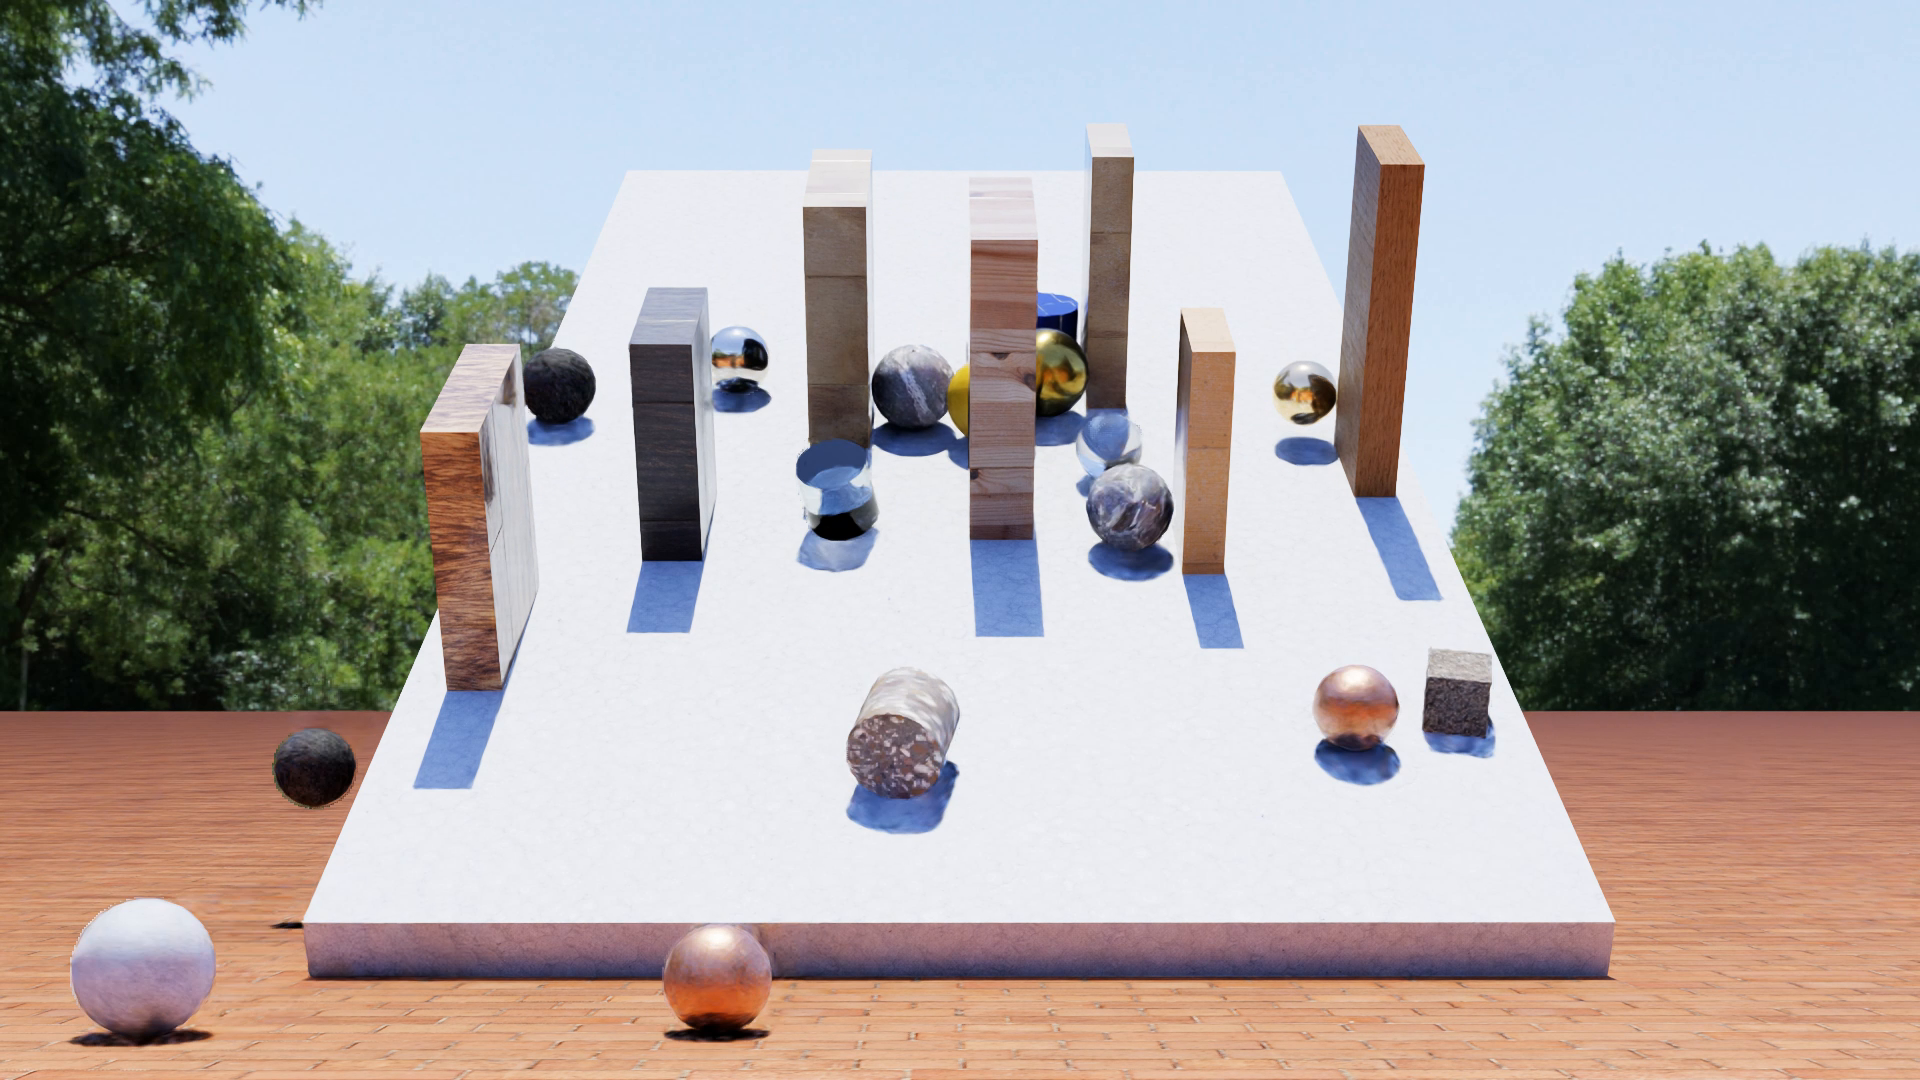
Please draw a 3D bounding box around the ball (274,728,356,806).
[{"bbox_3d":[-1.237,0.436,4.502,0.150,0.150,0.150,0,-4,0],"label":"ball"}]

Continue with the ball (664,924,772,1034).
[{"bbox_3d":[-0.308,0.559,2.990,0.138,0.138,0.138,0,-4,0],"label":"ball"}]

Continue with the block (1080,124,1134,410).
[{"bbox_3d":[0.337,-0.634,5.438,0.093,0.601,0.277,0,25,0],"label":"block"}]

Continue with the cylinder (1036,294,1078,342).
[{"bbox_3d":[0.202,-0.490,5.645,0.163,0.163,0.163,0,25,0],"label":"cylinder"}]

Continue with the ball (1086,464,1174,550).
[{"bbox_3d":[0.343,-0.067,4.737,0.176,0.176,0.176,0,-4,0],"label":"ball"}]

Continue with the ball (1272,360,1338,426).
[{"bbox_3d":[0.769,-0.328,5.240,0.148,0.148,0.148,0,-4,0],"label":"ball"}]

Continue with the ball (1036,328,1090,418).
[{"bbox_3d":[0.193,-0.383,5.370,0.205,0.205,0.205,0,-4,0],"label":"ball"}]

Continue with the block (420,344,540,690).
[{"bbox_3d":[-0.874,-0.048,4.308,0.100,0.504,0.427,0,25,0],"label":"block"}]

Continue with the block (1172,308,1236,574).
[{"bbox_3d":[0.482,-0.198,4.671,0.084,0.471,0.248,0,25,0],"label":"block"}]

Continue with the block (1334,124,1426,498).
[{"bbox_3d":[0.884,-0.484,4.974,0.088,0.729,0.294,0,25,0],"label":"block"}]

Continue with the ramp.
[{"bbox_3d":[-0.009,-0.229,5.401,2.000,0.100,4.000,0,25,0],"label":"ramp"}]

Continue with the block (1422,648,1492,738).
[{"bbox_3d":[0.871,0.267,4.114,0.109,0.109,0.109,5,26,11],"label":"block"}]

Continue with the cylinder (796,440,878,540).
[{"bbox_3d":[-0.250,-0.102,4.793,0.147,0.147,0.147,-1,-45,12],"label":"cylinder"}]

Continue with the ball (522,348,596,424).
[{"bbox_3d":[-0.915,-0.352,5.338,0.172,0.172,0.172,0,-4,0],"label":"ball"}]

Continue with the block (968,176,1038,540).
[{"bbox_3d":[0.084,-0.380,4.854,0.131,0.641,0.418,0,25,0],"label":"block"}]

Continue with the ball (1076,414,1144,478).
[{"bbox_3d":[0.321,-0.200,5.053,0.147,0.147,0.147,0,-4,0],"label":"ball"}]

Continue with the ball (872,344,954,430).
[{"bbox_3d":[-0.105,-0.347,5.307,0.191,0.191,0.191,0,-4,0],"label":"ball"}]

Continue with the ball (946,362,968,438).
[{"bbox_3d":[0.069,-0.312,5.227,0.199,0.199,0.199,0,-4,0],"label":"ball"}]

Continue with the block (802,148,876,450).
[{"bbox_3d":[-0.269,-0.549,5.304,0.135,0.560,0.441,0,25,0],"label":"block"}]

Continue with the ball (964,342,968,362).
[{"bbox_3d":[0.098,-0.438,5.524,0.173,0.173,0.173,0,-4,0],"label":"ball"}]

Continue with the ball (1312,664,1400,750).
[{"bbox_3d":[0.679,0.287,4.026,0.148,0.148,0.148,0,-4,0],"label":"ball"}]

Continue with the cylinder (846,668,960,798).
[{"bbox_3d":[-0.095,0.322,3.929,0.162,0.162,0.162,-1,25,12],"label":"cylinder"}]

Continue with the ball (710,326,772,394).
[{"bbox_3d":[-0.523,-0.424,5.507,0.159,0.159,0.159,0,-4,0],"label":"ball"}]

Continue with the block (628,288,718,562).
[{"bbox_3d":[-0.578,-0.238,4.758,0.121,0.464,0.332,0,25,0],"label":"block"}]

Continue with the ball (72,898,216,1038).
[{"bbox_3d":[-1.030,0.540,2.964,0.173,0.173,0.173,0,-4,0],"label":"ball"}]
